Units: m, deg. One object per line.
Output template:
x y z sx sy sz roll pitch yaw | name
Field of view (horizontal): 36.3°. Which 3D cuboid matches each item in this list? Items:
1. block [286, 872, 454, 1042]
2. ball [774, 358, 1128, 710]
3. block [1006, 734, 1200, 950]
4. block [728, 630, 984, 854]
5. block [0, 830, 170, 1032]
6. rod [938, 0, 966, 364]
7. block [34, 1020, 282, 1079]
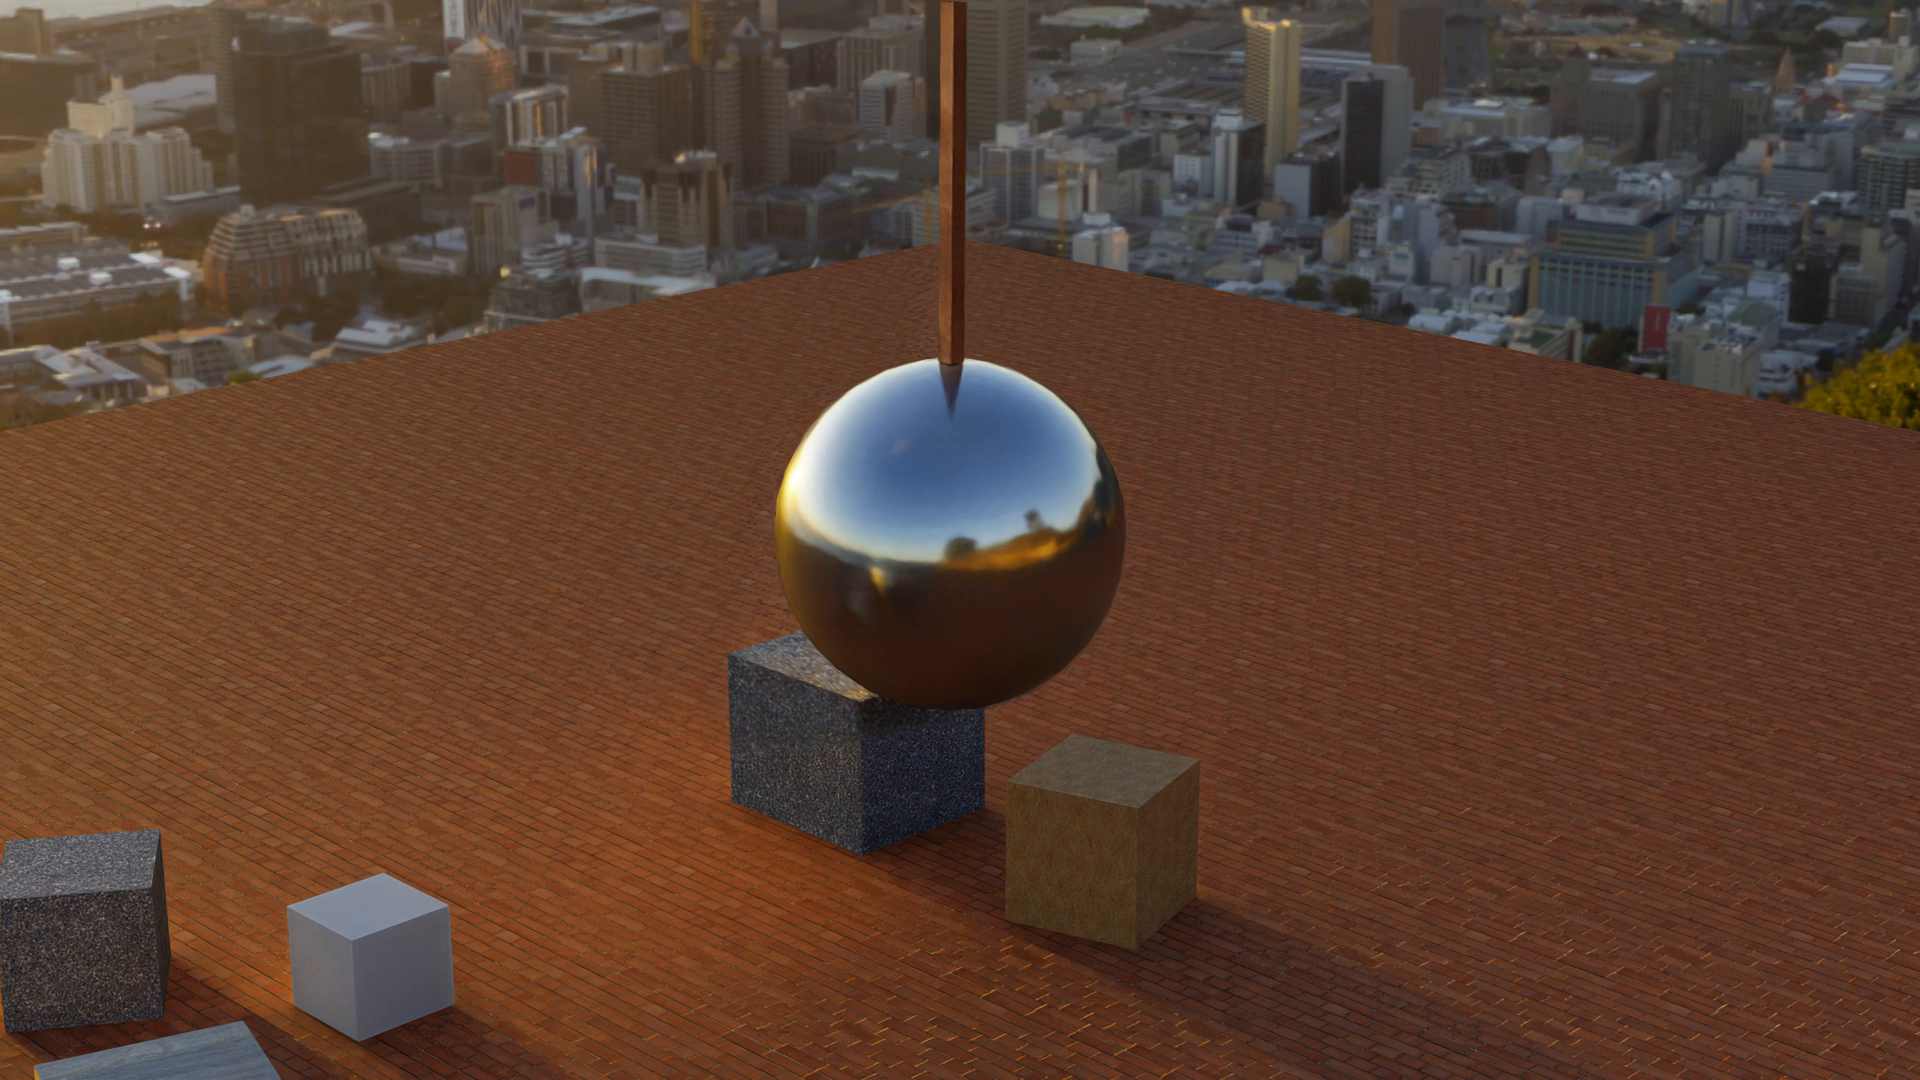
-2.435 1.719 12.127 0.468 0.449 0.477 16 24 42 | block
-0.044 -0.028 13.286 1.600 1.600 1.600 0 17 0 | ball
0.634 1.329 13.011 0.636 0.662 0.644 9 20 27 | block
-0.497 0.921 14.141 0.816 0.763 0.929 -17 24 -42 | block
-3.649 1.619 12.216 0.624 0.586 0.619 -3 18 -11 | block
-0.019 -3.279 12.291 0.080 5.200 0.080 17 23 42 | rod
-2.724 2.211 10.169 0.736 0.683 0.783 -9 20 -27 | block
